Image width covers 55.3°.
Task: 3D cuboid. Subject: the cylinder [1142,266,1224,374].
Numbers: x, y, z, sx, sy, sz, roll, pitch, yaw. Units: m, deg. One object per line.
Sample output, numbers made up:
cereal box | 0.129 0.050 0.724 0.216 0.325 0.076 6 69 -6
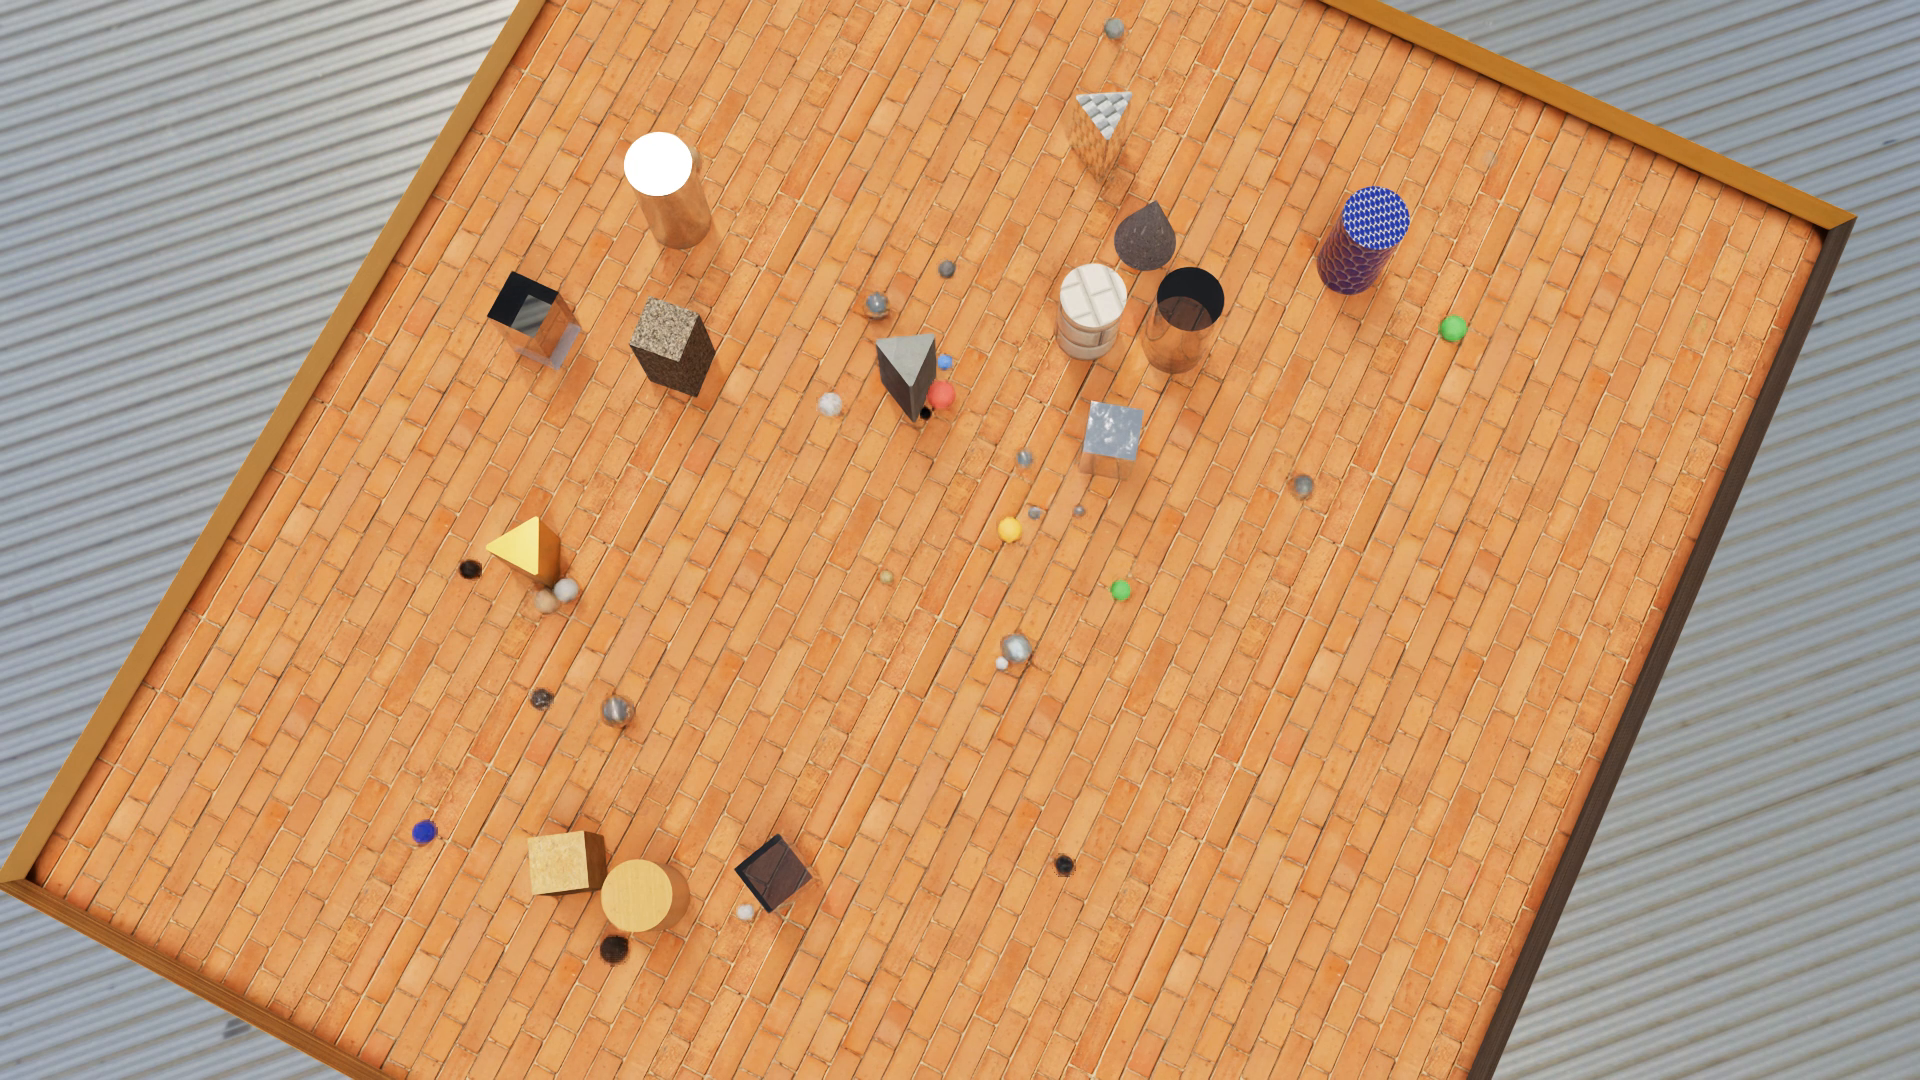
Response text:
cylinder | 0.671 -0.658 5.536 0.198 0.425 0.198 0 78 0

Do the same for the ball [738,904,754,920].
ball | -0.626 1.089 5.367 0.047 0.047 0.047 0 78 0

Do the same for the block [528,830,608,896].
block | -1.125 0.933 5.273 0.158 0.295 0.158 -7 78 -2

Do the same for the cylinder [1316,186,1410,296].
cylinder | 1.227 -0.909 5.600 0.198 0.401 0.198 0 78 0

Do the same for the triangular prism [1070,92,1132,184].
triangular prism | 0.460 -1.281 5.708 0.148 0.340 0.171 -33 80 -6

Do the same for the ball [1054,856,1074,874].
ball | 0.307 0.956 5.390 0.057 0.057 0.057 0 78 0

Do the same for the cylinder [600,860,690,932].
cylinder | -0.894 1.017 5.232 0.198 0.340 0.198 0 78 0

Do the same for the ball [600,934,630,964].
ball | -1.005 1.190 5.327 0.084 0.084 0.084 0 78 0

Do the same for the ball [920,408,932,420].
ball | -0.106 -0.391 5.677 0.040 0.040 0.040 0 78 0

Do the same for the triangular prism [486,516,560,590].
triangular prism | -1.264 0.027 5.459 0.171 0.298 0.148 28 80 5

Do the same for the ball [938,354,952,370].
ball | -0.047 -0.554 5.706 0.048 0.048 0.048 0 78 0

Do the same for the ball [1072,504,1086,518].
ball | 0.365 -0.088 5.613 0.042 0.042 0.042 0 78 0

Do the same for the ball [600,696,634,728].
ball | -1.024 0.511 5.460 0.099 0.099 0.099 0 78 0

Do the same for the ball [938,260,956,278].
ball | -0.041 -0.855 5.766 0.054 0.054 0.054 0 78 0

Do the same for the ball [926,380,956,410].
ball | -0.058 -0.447 5.651 0.088 0.088 0.088 0 78 0

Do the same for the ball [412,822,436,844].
ball | -1.582 0.863 5.403 0.068 0.068 0.068 0 78 0

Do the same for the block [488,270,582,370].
block | -1.293 -0.664 5.584 0.158 0.332 0.158 25 79 5

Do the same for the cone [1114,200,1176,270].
cone | 0.587 -0.982 5.644 0.198 0.345 0.198 0 78 0

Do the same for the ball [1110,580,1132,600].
ball | 0.488 0.152 5.553 0.062 0.062 0.062 0 78 0

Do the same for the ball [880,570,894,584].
ball | -0.224 0.113 5.570 0.045 0.045 0.045 0 78 0

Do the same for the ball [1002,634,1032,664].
ball | 0.170 0.327 5.503 0.089 0.089 0.089 0 78 0

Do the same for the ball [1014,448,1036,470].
ball | 0.199 -0.249 5.634 0.066 0.066 0.066 0 78 0

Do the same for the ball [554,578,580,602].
ball | -1.181 0.150 5.503 0.074 0.074 0.074 0 78 0

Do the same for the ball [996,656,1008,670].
ball | 0.126 0.372 5.519 0.040 0.040 0.040 0 78 0

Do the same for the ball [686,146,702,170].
ball | -0.865 -1.211 5.824 0.084 0.084 0.084 0 78 0

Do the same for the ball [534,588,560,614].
ball | -1.248 0.186 5.539 0.077 0.077 0.077 0 78 0

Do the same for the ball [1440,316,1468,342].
ball | 1.539 -0.659 5.712 0.081 0.081 0.081 0 78 0

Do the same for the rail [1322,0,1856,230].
rail | 0.956 -1.866 5.936 4.080 0.128 0.045 26 80 5

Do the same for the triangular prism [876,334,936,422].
triangular prism | -0.134 -0.515 5.520 0.148 0.399 0.171 -36 81 -7

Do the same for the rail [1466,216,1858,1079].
rail | 1.803 0.890 5.366 0.045 0.128 4.325 26 80 5

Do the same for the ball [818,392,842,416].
ball | -0.401 -0.420 5.665 0.076 0.076 0.076 0 78 0

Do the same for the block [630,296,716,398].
block | -0.866 -0.580 5.544 0.158 0.377 0.158 20 79 4

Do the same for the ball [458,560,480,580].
ball | -1.490 0.090 5.566 0.063 0.063 0.063 0 78 0

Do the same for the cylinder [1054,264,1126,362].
cylinder | 0.395 -0.690 5.588 0.198 0.336 0.198 0 78 0

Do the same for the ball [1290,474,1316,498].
ball | 1.050 -0.166 5.613 0.075 0.075 0.075 0 78 0

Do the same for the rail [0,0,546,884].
rail | -1.803 -0.876 5.731 0.045 0.128 4.325 26 80 5

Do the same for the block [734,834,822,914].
block | -0.519 0.960 5.255 0.158 0.319 0.158 -39 81 -7

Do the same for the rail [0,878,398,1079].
rail | -0.956 1.880 5.161 4.080 0.128 0.045 26 80 5

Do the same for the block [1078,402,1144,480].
block | 0.454 -0.298 5.548 0.158 0.255 0.158 10 78 2

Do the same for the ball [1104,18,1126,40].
ball | 0.500 -1.652 5.924 0.067 0.067 0.067 0 78 0

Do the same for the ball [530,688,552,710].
ball | -1.253 0.478 5.485 0.064 0.064 0.064 0 78 0

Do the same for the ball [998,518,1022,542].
ball | 0.152 -0.031 5.584 0.077 0.077 0.077 0 78 0

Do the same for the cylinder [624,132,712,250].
cylinder | -0.888 -1.062 5.610 0.198 0.443 0.198 0 78 0

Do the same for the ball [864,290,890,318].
ball | -0.259 -0.735 5.724 0.087 0.087 0.087 0 78 0

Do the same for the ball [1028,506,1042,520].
ball | 0.229 -0.082 5.612 0.042 0.042 0.042 0 78 0
